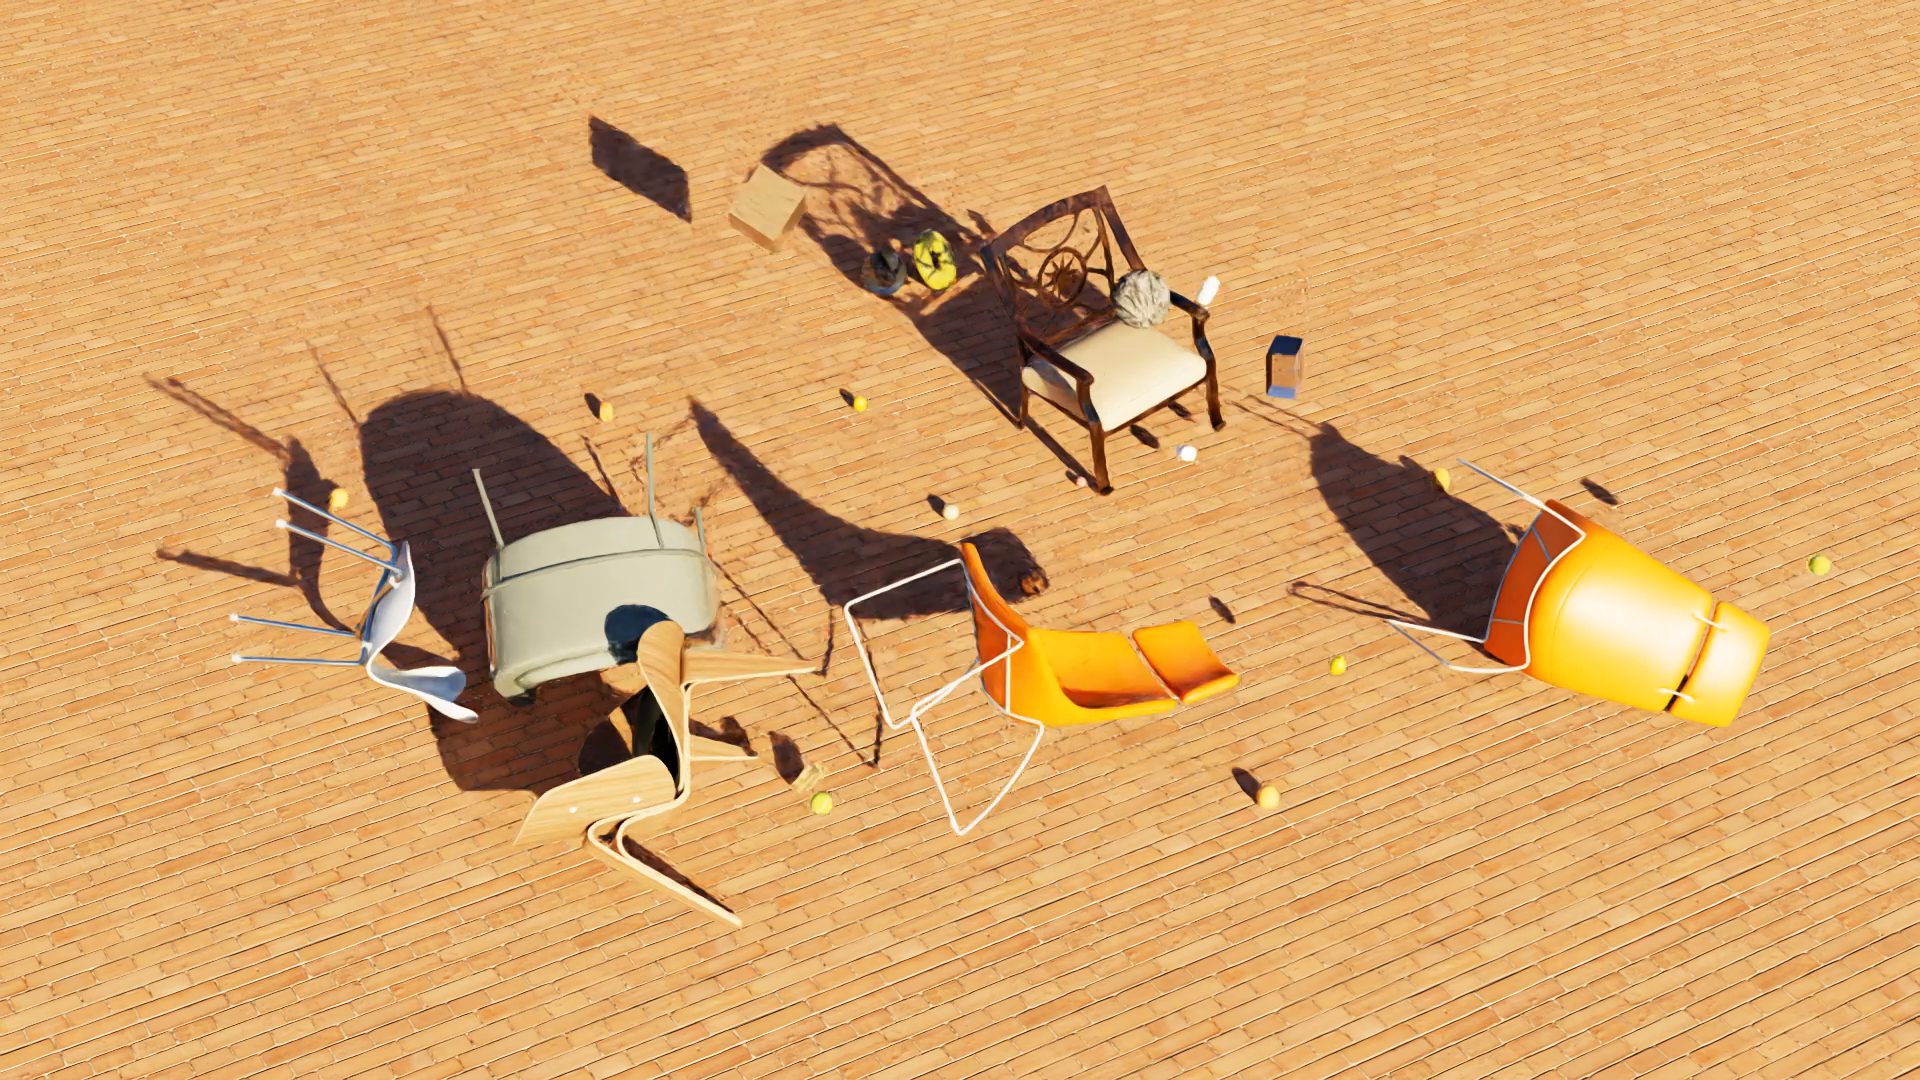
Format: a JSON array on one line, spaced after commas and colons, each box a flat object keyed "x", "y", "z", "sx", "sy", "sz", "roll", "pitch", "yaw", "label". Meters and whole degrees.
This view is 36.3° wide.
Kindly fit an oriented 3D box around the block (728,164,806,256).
[{"x": -0.785, "y": -1.350, "z": 11.982, "sx": 0.220, "sy": 0.284, "sz": 0.238, "roll": 33, "pitch": 84, "yaw": 1, "label": "block"}]

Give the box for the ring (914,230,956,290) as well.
[{"x": -0.107, "y": -1.199, "z": 12.569, "sx": 0.063, "sy": 0.272, "sz": 0.257, "roll": -15, "pitch": 12, "yaw": 36, "label": "ring"}]

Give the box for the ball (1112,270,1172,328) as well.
[{"x": 0.690, "y": -0.917, "z": 11.156, "sx": 0.226, "sy": 0.226, "sz": 0.226, "roll": 0, "pitch": 33, "yaw": 0, "label": "ball"}]

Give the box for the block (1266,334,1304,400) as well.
[{"x": 1.220, "y": -0.649, "z": 11.004, "sx": 0.109, "sy": 0.189, "sz": 0.136, "roll": 10, "pitch": 39, "yaw": 17, "label": "block"}]

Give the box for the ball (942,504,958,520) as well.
[{"x": -0.036, "y": -0.106, "z": 11.046, "sx": 0.064, "sy": 0.064, "sz": 0.064, "roll": 0, "pitch": 33, "yaw": 0, "label": "ball"}]

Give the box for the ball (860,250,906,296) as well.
[{"x": -0.326, "y": -1.138, "z": 12.493, "sx": 0.197, "sy": 0.197, "sz": 0.197, "roll": 0, "pitch": 33, "yaw": 0, "label": "ball"}]

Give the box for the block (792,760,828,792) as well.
[{"x": -0.494, "y": 0.779, "z": 9.644, "sx": 0.038, "sy": 0.102, "sz": 0.066, "roll": 50, "pitch": 28, "yaw": 19, "label": "block"}]

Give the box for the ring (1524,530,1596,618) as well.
[{"x": 2.126, "y": 0.121, "z": 10.387, "sx": 0.218, "sy": 0.387, "sz": 0.157, "roll": 34, "pitch": 43, "yaw": 18, "label": "ring"}]
